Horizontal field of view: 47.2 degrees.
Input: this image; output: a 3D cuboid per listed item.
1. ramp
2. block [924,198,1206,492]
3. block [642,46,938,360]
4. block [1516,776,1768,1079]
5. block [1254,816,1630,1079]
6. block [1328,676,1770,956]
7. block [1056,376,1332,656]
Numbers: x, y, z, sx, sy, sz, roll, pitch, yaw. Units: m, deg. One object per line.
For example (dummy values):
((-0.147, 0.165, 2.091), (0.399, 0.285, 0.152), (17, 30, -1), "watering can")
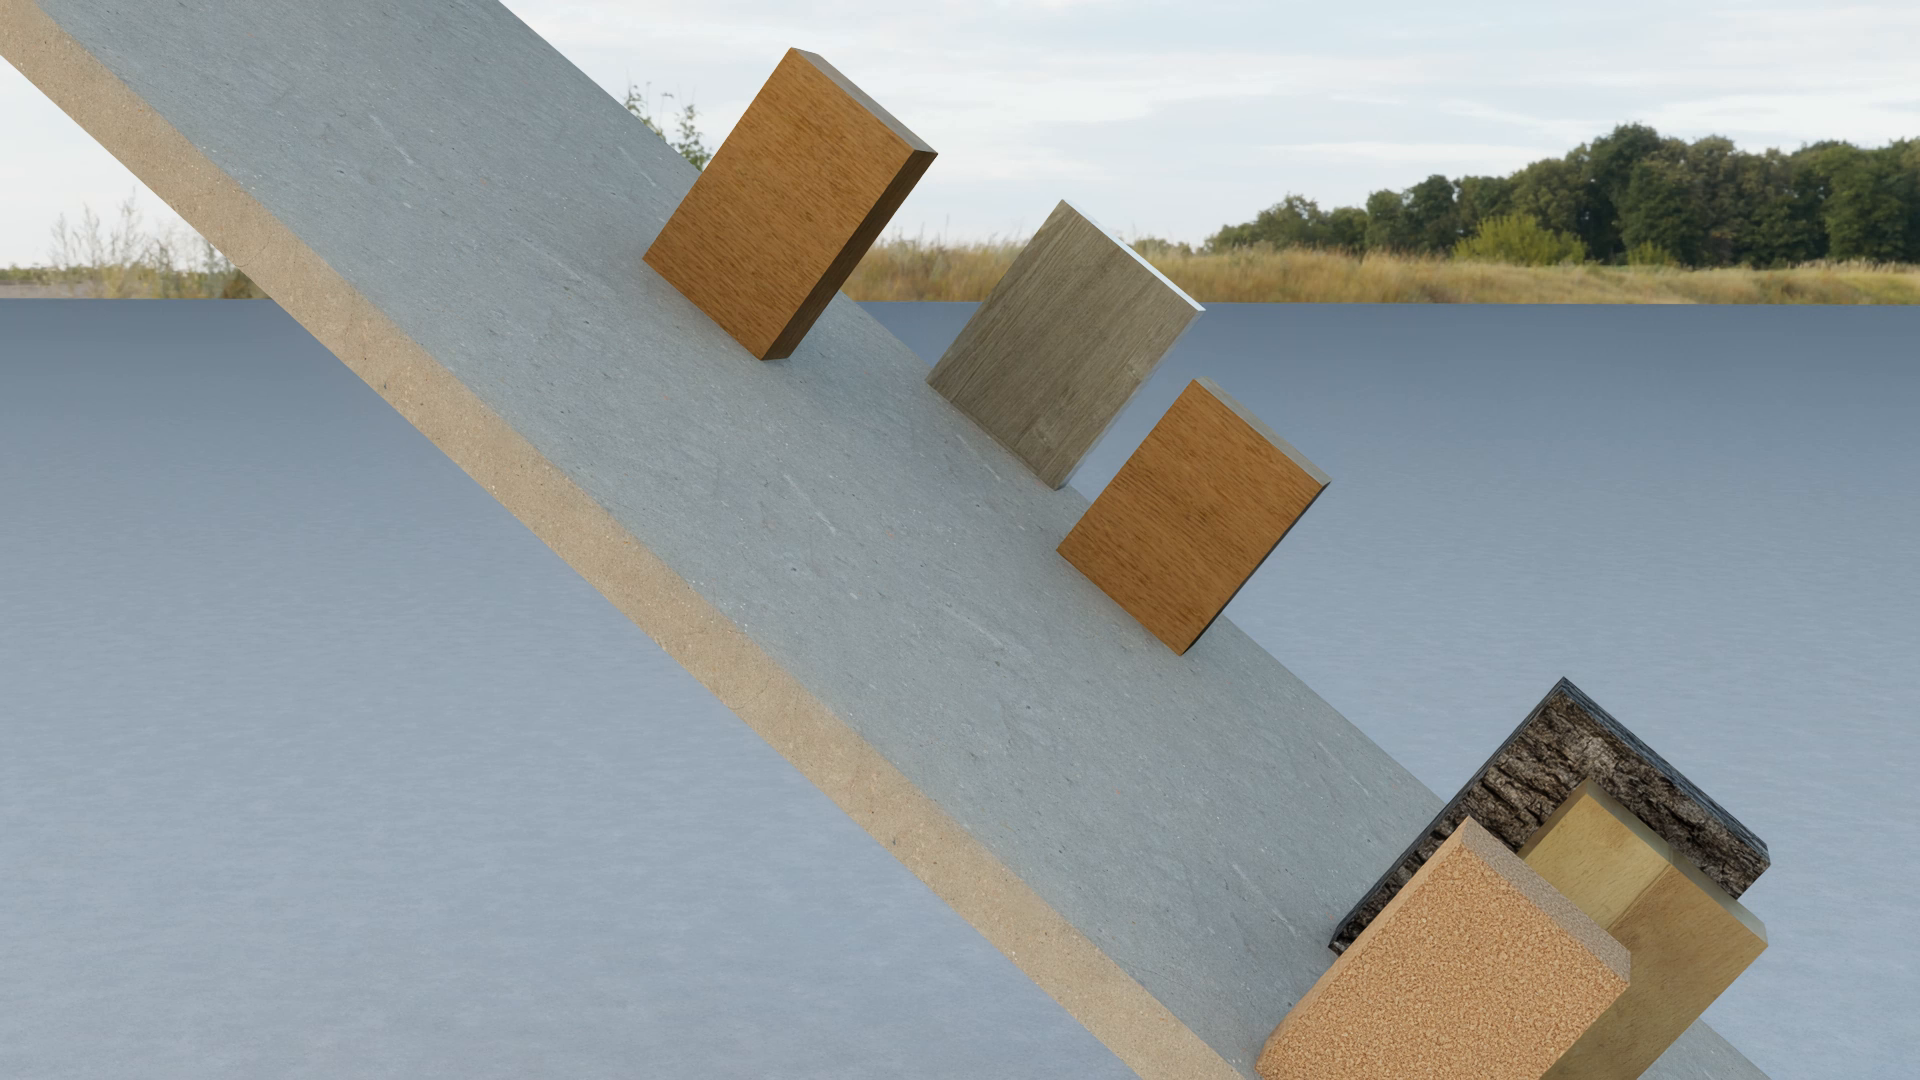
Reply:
((-0.020, 0.072, 4.049), (4.000, 0.100, 2.000), (41, 16, 9), "ramp")
((0.228, -0.429, 4.858), (0.387, 0.509, 0.087), (41, 16, 9), "block")
((-0.329, -0.644, 4.250), (0.313, 0.505, 0.148), (41, 16, 9), "block")
((0.935, 0.669, 3.391), (0.340, 0.495, 0.117), (41, 16, 9), "block")
((0.652, 0.638, 2.982), (0.278, 0.430, 0.146), (41, 16, 9), "block")
((0.938, 0.572, 3.532), (0.407, 0.567, 0.129), (41, 16, 9), "block")
((0.473, -0.050, 4.452), (0.331, 0.450, 0.146), (41, 16, 9), "block")
